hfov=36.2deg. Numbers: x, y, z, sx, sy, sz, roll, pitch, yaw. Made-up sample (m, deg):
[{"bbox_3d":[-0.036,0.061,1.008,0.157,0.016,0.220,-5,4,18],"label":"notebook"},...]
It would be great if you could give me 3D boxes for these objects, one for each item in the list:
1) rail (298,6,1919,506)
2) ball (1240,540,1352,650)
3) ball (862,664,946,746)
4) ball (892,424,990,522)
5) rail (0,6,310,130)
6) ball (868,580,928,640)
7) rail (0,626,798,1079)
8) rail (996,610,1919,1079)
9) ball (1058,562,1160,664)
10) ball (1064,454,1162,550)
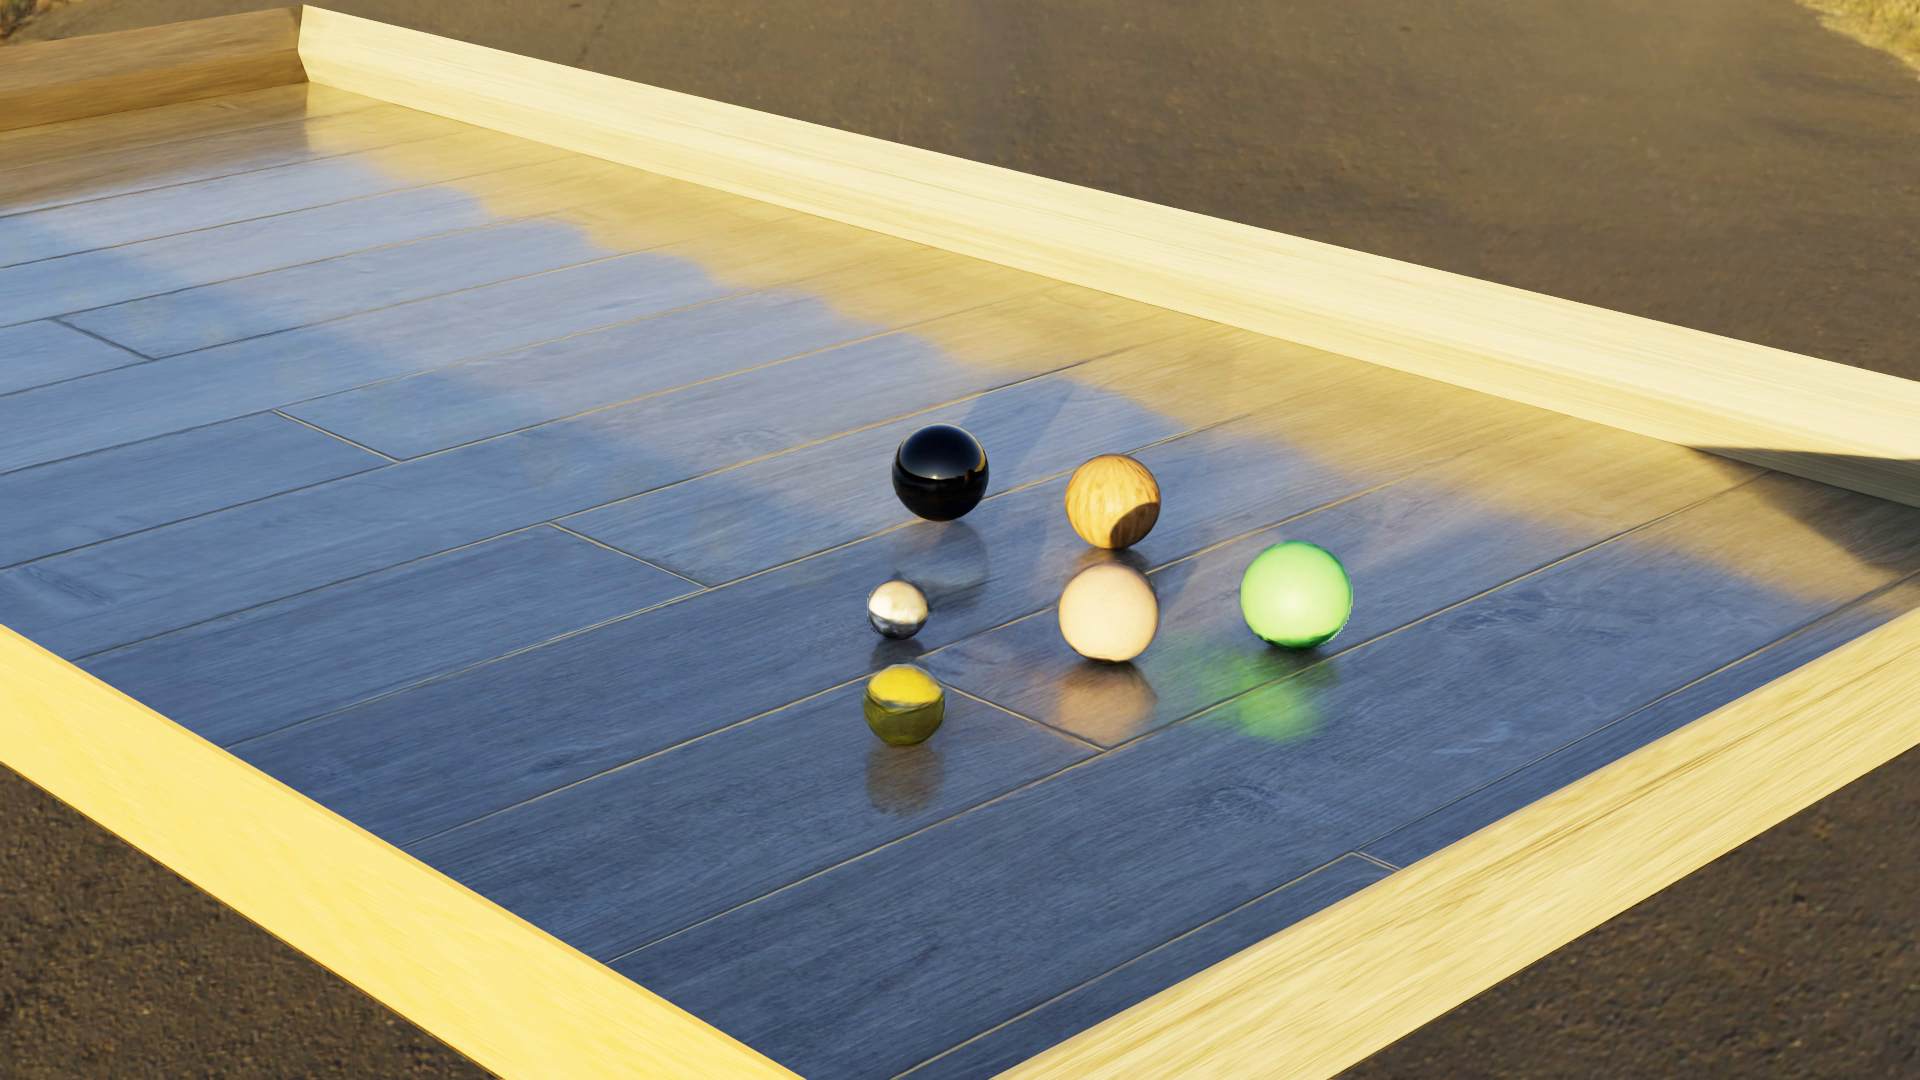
[{"bbox_3d":[0.020,-0.414,3.754,0.045,0.125,3.198,-19,27,-41],"label":"rail"},{"bbox_3d":[0.291,0.048,2.554,0.096,0.096,0.096,0,20,0],"label":"ball"},{"bbox_3d":[-0.045,0.133,2.367,0.067,0.067,0.067,0,20,0],"label":"ball"},{"bbox_3d":[-0.019,-0.066,2.861,0.096,0.096,0.096,0,20,0],"label":"ball"},{"bbox_3d":[-1.652,-0.614,4.292,1.651,0.125,0.045,-19,27,-41],"label":"rail"},{"bbox_3d":[-0.054,0.061,2.581,0.053,0.053,0.053,0,20,0],"label":"ball"},{"bbox_3d":[-1.132,-0.025,2.708,0.045,0.125,3.198,-19,27,-41],"label":"rail"},{"bbox_3d":[0.540,0.174,2.170,1.651,0.125,0.045,-19,27,-41],"label":"rail"},{"bbox_3d":[0.128,0.063,2.528,0.087,0.087,0.087,0,20,0],"label":"ball"},{"bbox_3d":[0.145,-0.037,2.790,0.091,0.091,0.091,0,20,0],"label":"ball"}]
